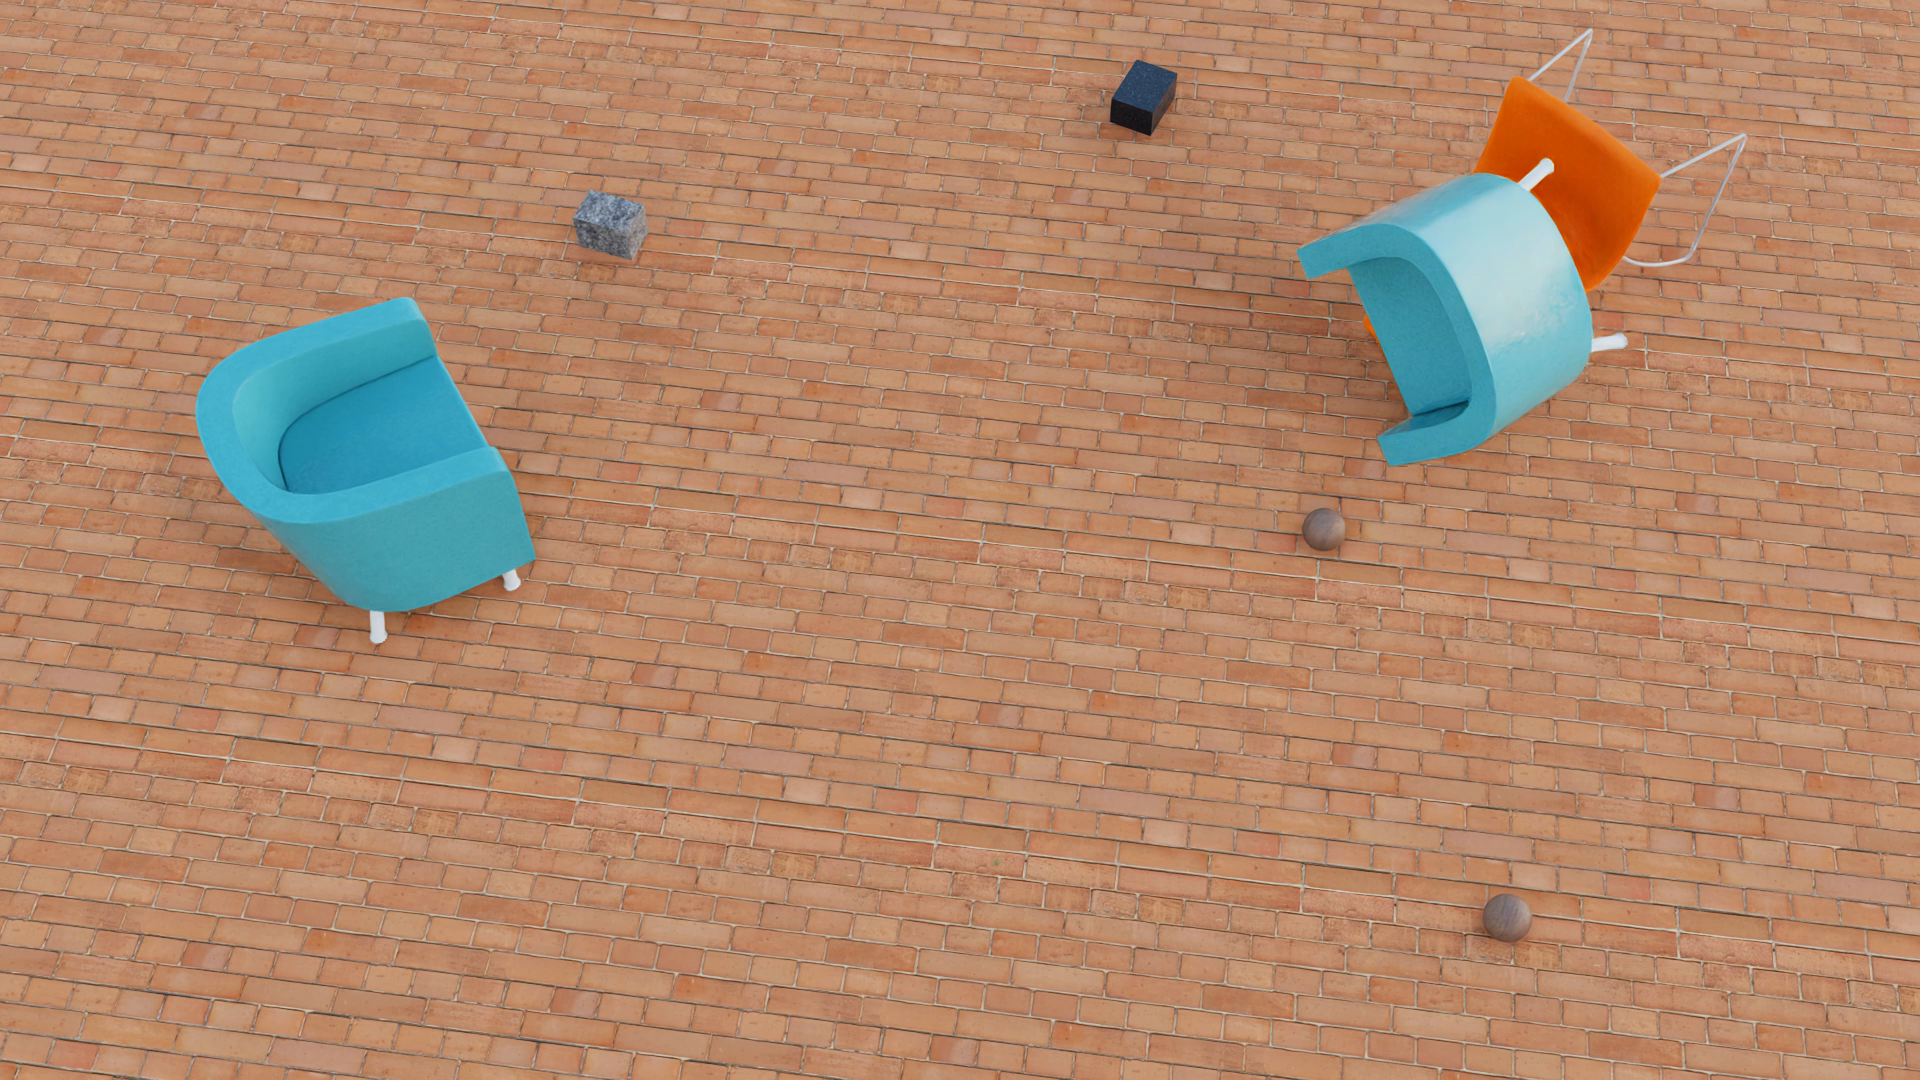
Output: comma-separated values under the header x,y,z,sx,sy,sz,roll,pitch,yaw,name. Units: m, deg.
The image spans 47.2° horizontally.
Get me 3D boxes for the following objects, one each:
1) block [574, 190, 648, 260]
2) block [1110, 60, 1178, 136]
x,y,z,sx,sy,sz,roll,pitch,yaw,name
-1.140,-1.029,7.183,0.192,0.135,0.132,17,58,11,block
0.628,-1.513,7.522,0.153,0.111,0.209,22,59,14,block
